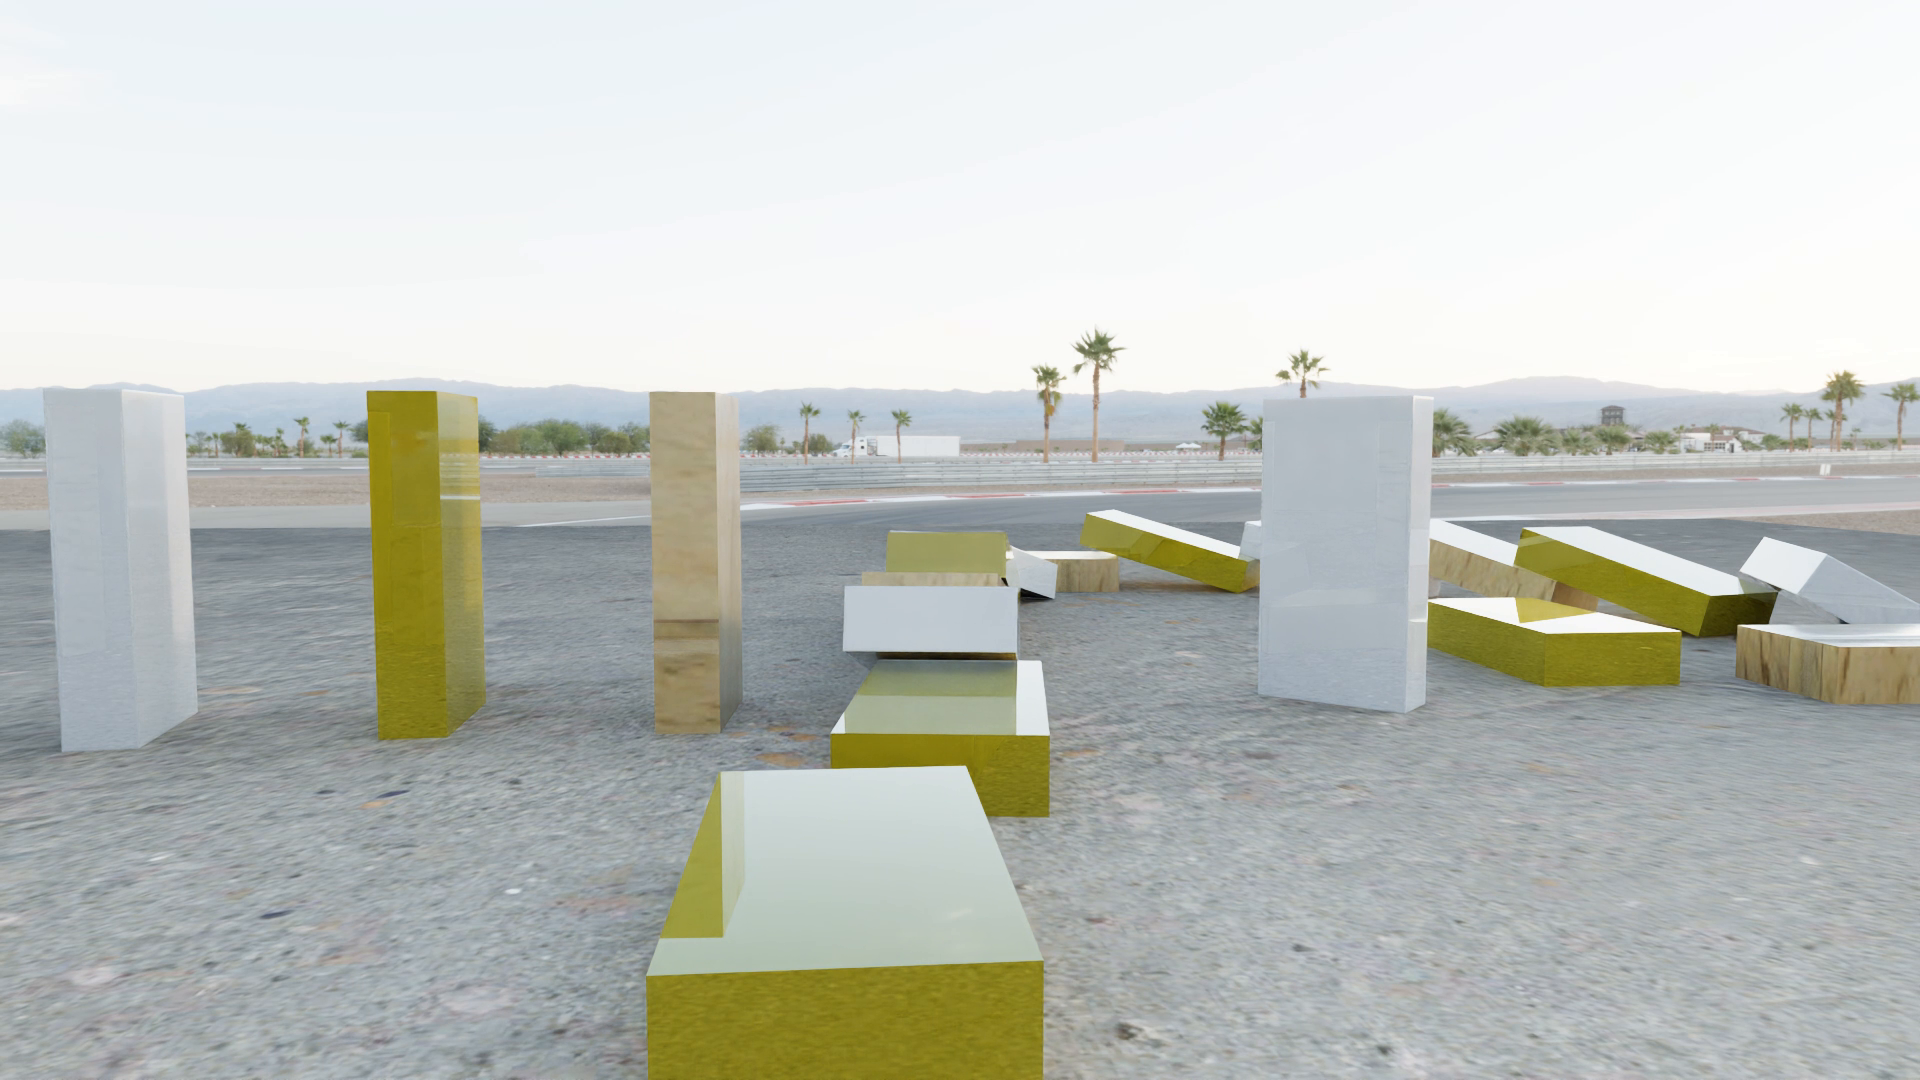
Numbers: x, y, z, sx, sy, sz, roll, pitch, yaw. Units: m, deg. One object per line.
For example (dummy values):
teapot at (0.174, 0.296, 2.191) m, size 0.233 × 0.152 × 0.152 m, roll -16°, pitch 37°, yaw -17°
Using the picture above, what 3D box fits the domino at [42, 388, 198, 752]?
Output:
domino at (-0.122, 0.003, 0.188) m, size 0.009 × 0.050 × 0.025 m, roll -1°, pitch 4°, yaw -14°

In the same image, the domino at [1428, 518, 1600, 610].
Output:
domino at (0.139, 0.007, 0.338) m, size 0.025 × 0.009 × 0.050 m, roll -3°, pitch 19°, yaw -37°

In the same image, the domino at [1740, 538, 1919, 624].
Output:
domino at (0.187, 0.012, 0.273) m, size 0.025 × 0.009 × 0.050 m, roll 33°, pitch 14°, yaw 15°

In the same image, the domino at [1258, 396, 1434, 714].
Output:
domino at (0.063, 0.002, 0.212) m, size 0.025 × 0.050 × 0.009 m, roll 3°, pitch 5°, yaw 38°

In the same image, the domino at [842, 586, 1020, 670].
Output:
domino at (-0.003, 0.016, 0.209) m, size 0.025 × 0.010 × 0.050 m, roll 0°, pitch -10°, yaw 3°

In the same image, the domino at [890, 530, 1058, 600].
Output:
domino at (0.004, 0.007, 0.336) m, size 0.025 × 0.009 × 0.050 m, roll 2°, pitch -9°, yaw 27°

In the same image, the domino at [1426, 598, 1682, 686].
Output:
domino at (0.113, 0.019, 0.250) m, size 0.025 × 0.010 × 0.050 m, roll 0°, pitch 4°, yaw -5°

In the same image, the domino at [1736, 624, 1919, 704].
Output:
domino at (0.168, 0.021, 0.223) m, size 0.050 × 0.009 × 0.025 m, roll 0°, pitch 4°, yaw -3°

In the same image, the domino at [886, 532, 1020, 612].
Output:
domino at (0.000, 0.009, 0.291) m, size 0.025 × 0.010 × 0.050 m, roll 0°, pitch -13°, yaw 6°

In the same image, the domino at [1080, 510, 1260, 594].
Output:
domino at (0.064, 0.003, 0.385) m, size 0.050 × 0.009 × 0.025 m, roll 18°, pitch 11°, yaw 23°

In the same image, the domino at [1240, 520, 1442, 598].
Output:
domino at (0.108, 0.005, 0.366) m, size 0.050 × 0.009 × 0.025 m, roll 21°, pitch 17°, yaw 42°

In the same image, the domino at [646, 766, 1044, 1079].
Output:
domino at (-0.009, 0.030, 0.106) m, size 0.025 × 0.009 × 0.050 m, roll 0°, pitch 4°, yaw -5°

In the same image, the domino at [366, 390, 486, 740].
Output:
domino at (-0.081, 0.003, 0.196) m, size 0.009 × 0.050 × 0.025 m, roll -1°, pitch 4°, yaw -8°

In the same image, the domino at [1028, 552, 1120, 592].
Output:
domino at (0.022, 0.009, 0.383) m, size 0.050 × 0.009 × 0.025 m, roll 0°, pitch 4°, yaw 4°

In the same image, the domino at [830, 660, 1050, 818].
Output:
domino at (-0.001, 0.025, 0.171) m, size 0.025 × 0.009 × 0.050 m, roll 0°, pitch 4°, yaw 2°

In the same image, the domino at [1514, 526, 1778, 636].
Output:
domino at (0.162, 0.009, 0.306) m, size 0.025 × 0.009 × 0.050 m, roll -1°, pitch 18°, yaw -28°

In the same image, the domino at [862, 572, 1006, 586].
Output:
domino at (-0.003, 0.014, 0.259) m, size 0.025 × 0.009 × 0.050 m, roll 0°, pitch -7°, yaw 5°

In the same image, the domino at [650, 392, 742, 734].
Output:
domino at (-0.041, 0.003, 0.199) m, size 0.010 × 0.050 × 0.025 m, roll 0°, pitch 4°, yaw -2°
